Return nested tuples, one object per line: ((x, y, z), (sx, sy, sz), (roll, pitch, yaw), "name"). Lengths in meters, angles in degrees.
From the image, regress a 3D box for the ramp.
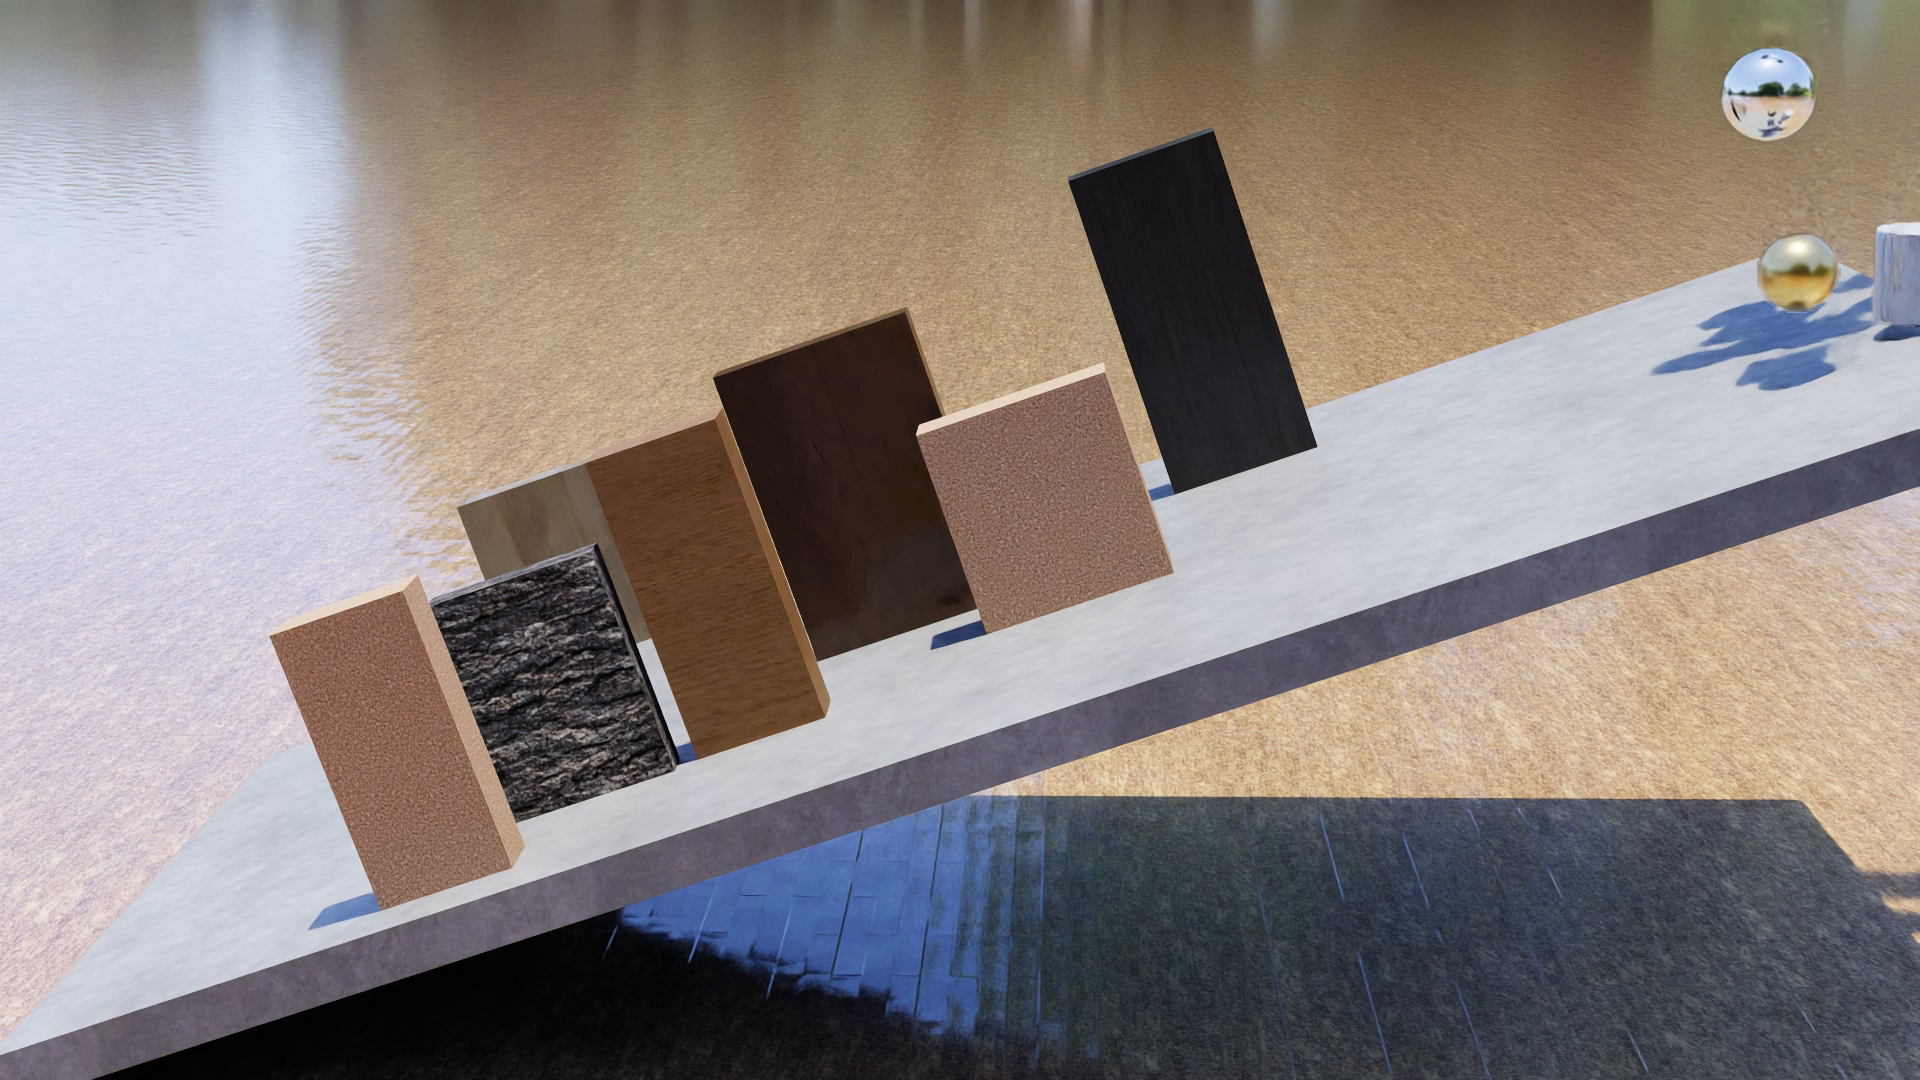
((0.110, 0.179, 6.302), (4.000, 0.100, 2.000), (-18, 11, 6), "ramp")

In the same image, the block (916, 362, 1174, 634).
((0.176, -0.086, 6.056), (0.405, 0.439, 0.126), (-18, 11, 6), "block")

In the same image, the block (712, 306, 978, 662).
((-0.210, -0.117, 6.312), (0.433, 0.656, 0.087), (-18, 11, 6), "block")

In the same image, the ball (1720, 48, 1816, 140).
((1.664, -0.918, 6.054), (0.190, 0.190, 0.190), (0, 12, 0), "ball")

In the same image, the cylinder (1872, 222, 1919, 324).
((1.907, -0.529, 5.835), (0.177, 0.177, 0.177), (-2, 14, 1), "cylinder")

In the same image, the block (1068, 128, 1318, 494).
((0.532, -0.521, 6.715), (0.344, 0.759, 0.106), (-18, 11, 6), "block")

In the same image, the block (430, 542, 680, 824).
((-0.811, 0.288, 5.863), (0.354, 0.472, 0.086), (-18, 11, 6), "block")

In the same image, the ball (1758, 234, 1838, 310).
((1.637, -0.524, 5.745), (0.151, 0.151, 0.151), (0, 12, 0), "ball")

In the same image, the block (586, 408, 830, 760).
((-0.498, 0.087, 5.864), (0.272, 0.637, 0.133), (-18, 11, 6), "block")

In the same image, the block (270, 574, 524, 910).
((-1.063, 0.385, 5.578), (0.269, 0.568, 0.132), (-18, 11, 6), "block")

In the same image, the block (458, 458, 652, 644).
((-0.954, 0.058, 7.256), (0.419, 0.463, 0.098), (-18, 11, 6), "block")
